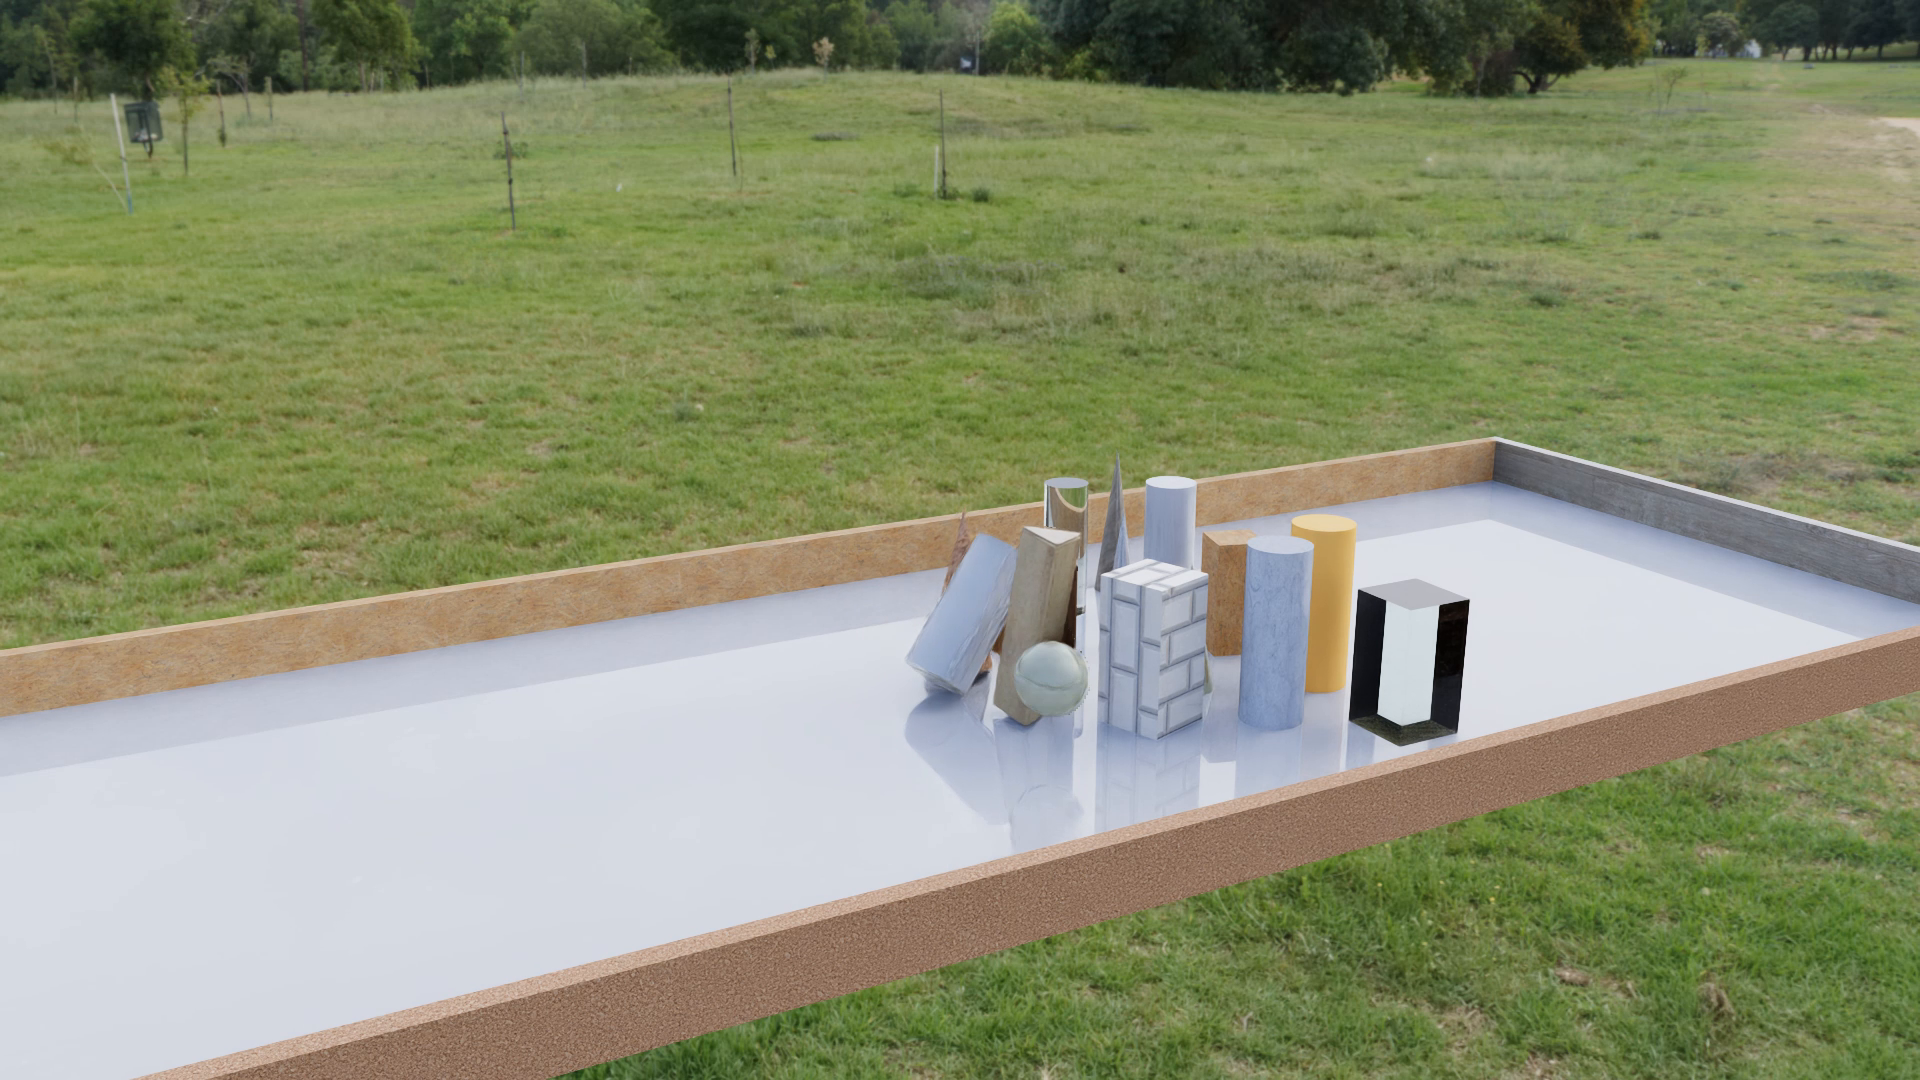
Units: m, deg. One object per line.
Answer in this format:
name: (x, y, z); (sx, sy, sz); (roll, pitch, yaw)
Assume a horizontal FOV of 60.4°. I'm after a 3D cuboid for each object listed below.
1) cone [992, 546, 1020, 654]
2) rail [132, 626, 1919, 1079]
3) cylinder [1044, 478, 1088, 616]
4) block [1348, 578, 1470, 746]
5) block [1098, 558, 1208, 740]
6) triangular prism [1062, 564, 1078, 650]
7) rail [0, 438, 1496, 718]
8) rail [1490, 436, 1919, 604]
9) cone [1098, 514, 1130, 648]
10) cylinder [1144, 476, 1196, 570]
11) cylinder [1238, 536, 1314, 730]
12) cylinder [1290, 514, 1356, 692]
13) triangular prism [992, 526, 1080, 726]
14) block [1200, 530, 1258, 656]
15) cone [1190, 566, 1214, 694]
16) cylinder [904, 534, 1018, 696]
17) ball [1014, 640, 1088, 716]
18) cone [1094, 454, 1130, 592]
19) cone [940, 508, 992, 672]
cone: (0.160, 0.138, 4.351); (0.171, 0.301, 0.171); (0, 16, 0)
rail: (-2.336, 1.006, 1.665); (12.000, 0.150, 0.050); (-9, 18, -27)
cylinder: (0.295, 0.020, 4.625); (0.123, 0.373, 0.123); (0, 16, 0)
block: (1.038, 0.280, 3.820); (0.176, 0.328, 0.176); (-8, 18, -26)
block: (0.449, 0.252, 3.856); (0.176, 0.361, 0.176); (15, 22, 42)
triangular prism: (0.255, 0.198, 4.130); (0.093, 0.311, 0.081); (5, 17, 17)
rail: (-3.305, 0.497, 3.399); (12.000, 0.150, 0.050); (-9, 18, -27)
rail: (2.466, -0.048, 5.253); (0.050, 0.150, 2.100); (-9, 18, -27)
cone: (0.423, 0.104, 4.316); (0.115, 0.386, 0.115); (0, 16, 0)
cylinder: (0.583, 0.023, 4.600); (0.140, 0.381, 0.140); (0, 16, 0)
cylinder: (0.738, 0.216, 3.858); (0.152, 0.430, 0.152); (0, 16, 0)
cylinder: (0.890, 0.157, 4.086); (0.156, 0.415, 0.156); (0, 16, 0)
triangular prism: (0.164, 0.194, 3.868); (0.119, 0.444, 0.137); (16, 17, 23)
block: (0.717, 0.138, 4.347); (0.130, 0.303, 0.130); (-3, 17, -10)
cone: (0.567, 0.210, 4.067); (0.133, 0.322, 0.133); (0, 16, 0)
cylinder: (0.027, 0.182, 4.048); (0.172, 0.362, 0.172); (29, -11, 6)
ball: (0.204, 0.309, 3.686); (0.167, 0.167, 0.167); (0, 16, 0)
cone: (0.455, -0.062, 4.809); (0.116, 0.426, 0.116); (0, 16, 0)
cone: (0.003, 0.116, 4.184); (0.177, 0.409, 0.177); (3, 5, 0)
